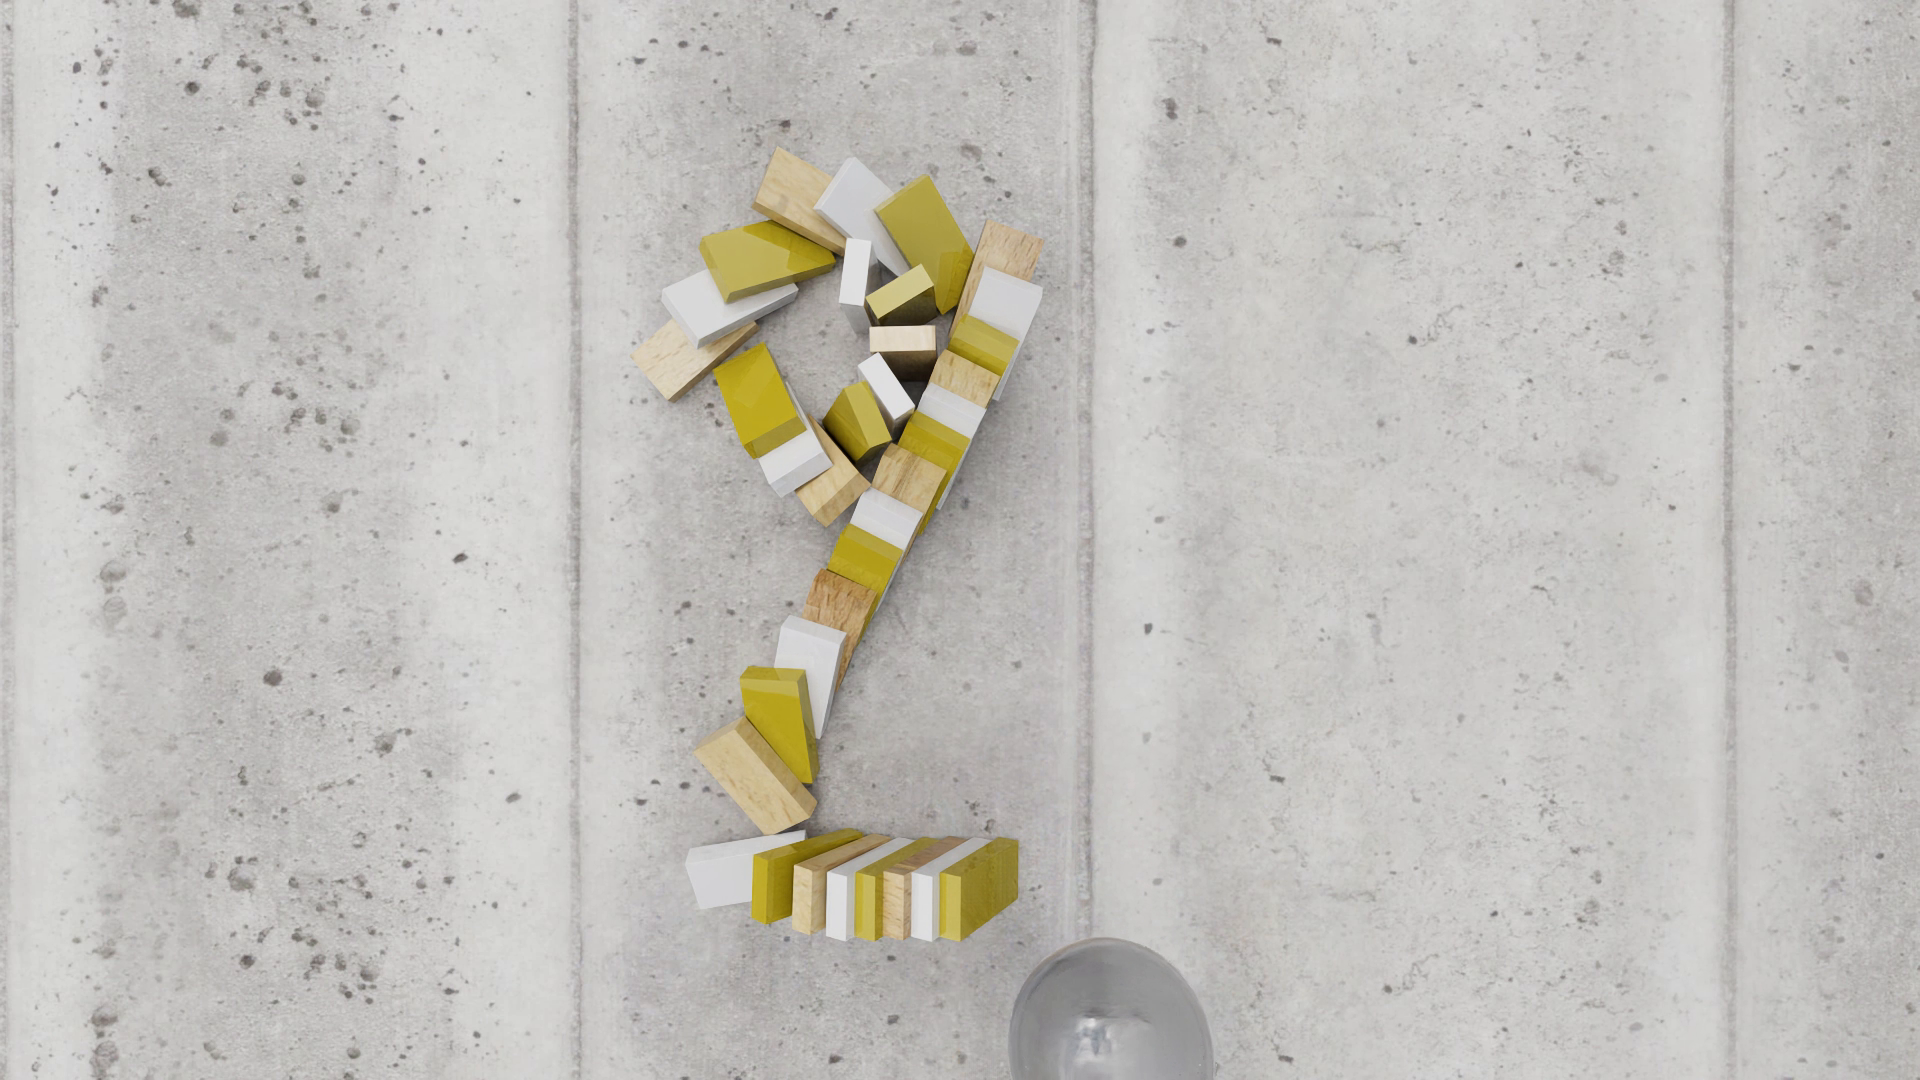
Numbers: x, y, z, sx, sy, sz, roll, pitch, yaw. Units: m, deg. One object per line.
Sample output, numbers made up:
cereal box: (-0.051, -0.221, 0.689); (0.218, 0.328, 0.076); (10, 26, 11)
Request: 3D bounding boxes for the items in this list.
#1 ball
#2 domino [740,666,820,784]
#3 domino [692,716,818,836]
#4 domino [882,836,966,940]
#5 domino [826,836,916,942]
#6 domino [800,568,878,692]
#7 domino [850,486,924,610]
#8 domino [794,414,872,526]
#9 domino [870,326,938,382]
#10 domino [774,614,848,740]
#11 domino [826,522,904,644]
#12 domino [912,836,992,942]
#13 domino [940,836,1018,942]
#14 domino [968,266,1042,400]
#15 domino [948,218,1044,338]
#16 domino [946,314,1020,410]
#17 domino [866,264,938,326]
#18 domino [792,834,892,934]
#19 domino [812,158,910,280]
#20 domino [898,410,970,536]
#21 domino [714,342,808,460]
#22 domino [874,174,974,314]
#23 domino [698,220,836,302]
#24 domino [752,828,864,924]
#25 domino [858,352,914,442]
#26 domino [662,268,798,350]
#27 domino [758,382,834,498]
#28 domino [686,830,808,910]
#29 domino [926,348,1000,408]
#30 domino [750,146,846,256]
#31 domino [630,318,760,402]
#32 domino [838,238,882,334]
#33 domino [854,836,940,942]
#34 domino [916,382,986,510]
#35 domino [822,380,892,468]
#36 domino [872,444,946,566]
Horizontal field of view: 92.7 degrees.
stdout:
ball: (0.059, 0.199, 0.360); (0.080, 0.080, 0.080); (0, 90, 0)
domino: (-0.075, 0.078, 0.384); (0.025, 0.009, 0.050); (1, 113, 12)
domino: (-0.086, 0.100, 0.385); (0.025, 0.009, 0.050); (-30, 105, 23)
domino: (-0.013, 0.142, 0.376); (0.009, 0.050, 0.025); (1, 90, 30)
domino: (-0.035, 0.142, 0.376); (0.010, 0.050, 0.025); (1, 90, 30)
domino: (-0.055, 0.038, 0.383); (0.025, 0.010, 0.050); (23, 121, 0)
domino: (-0.036, 0.004, 0.382); (0.025, 0.009, 0.050); (27, 125, 0)
domino: (-0.059, -0.030, 0.380); (0.025, 0.010, 0.050); (-43, 49, 1)
domino: (-0.022, -0.075, 0.375); (0.025, 0.050, 0.010); (-1, 86, 0)
domino: (-0.065, 0.058, 0.383); (0.025, 0.009, 0.050); (17, 118, 4)
domino: (-0.044, 0.019, 0.382); (0.025, 0.010, 0.050); (27, 124, 0)
domino: (-0.002, 0.142, 0.376); (0.010, 0.050, 0.025); (1, 90, 30)
domino: (0.009, 0.142, 0.376); (0.009, 0.050, 0.025); (1, 90, 30)
domino: (0.013, -0.085, 0.380); (0.025, 0.009, 0.050); (18, 127, -7)
domino: (0.015, -0.106, 0.386); (0.025, 0.010, 0.050); (17, 108, -9)
domino: (0.003, -0.066, 0.381); (0.025, 0.009, 0.050); (27, 126, 0)
domino: (-0.023, -0.095, 0.375); (0.025, 0.050, 0.009); (-31, 90, 0)
domino: (-0.048, 0.140, 0.376); (0.009, 0.050, 0.025); (2, 90, 33)
domino: (-0.034, -0.132, 0.382); (0.050, 0.009, 0.025); (35, 89, -33)
domino: (-0.017, -0.027, 0.379); (0.025, 0.010, 0.050); (28, 131, -1)
domino: (-0.084, -0.059, 0.382); (0.025, 0.009, 0.050); (-29, 54, 0)
domino: (-0.011, -0.123, 0.383); (0.025, 0.009, 0.050); (-36, 121, 0)
domino: (-0.080, -0.119, 0.384); (0.050, 0.009, 0.025); (-26, 90, -29)
domino: (-0.062, 0.138, 0.378); (0.009, 0.050, 0.025); (2, 90, 41)
domino: (-0.030, -0.057, 0.375); (0.009, 0.050, 0.025); (-34, 90, -7)
domino: (-0.096, -0.103, 0.385); (0.050, 0.009, 0.025); (-36, 90, -26)
domino: (-0.073, -0.042, 0.380); (0.025, 0.010, 0.050); (-32, 51, 0)
domino: (-0.088, 0.141, 0.391); (0.050, 0.009, 0.025); (-9, 113, 0)
domino: (-0.005, -0.051, 0.380); (0.025, 0.009, 0.050); (27, 131, 0)
domino: (-0.059, -0.139, 0.384); (0.050, 0.009, 0.025); (22, 83, -24)
domino: (-0.114, -0.085, 0.395); (0.050, 0.009, 0.025); (-41, 90, 0)
domino: (-0.040, -0.102, 0.375); (0.010, 0.050, 0.025); (7, 90, 0)
domino: (-0.024, 0.142, 0.376); (0.010, 0.050, 0.025); (1, 90, 30)
domino: (-0.010, -0.038, 0.380); (0.025, 0.010, 0.050); (26, 131, 0)
domino: (-0.043, -0.045, 0.375); (0.010, 0.050, 0.025); (-23, 90, -20)
domino: (-0.026, -0.014, 0.380); (0.025, 0.010, 0.050); (27, 131, 0)
